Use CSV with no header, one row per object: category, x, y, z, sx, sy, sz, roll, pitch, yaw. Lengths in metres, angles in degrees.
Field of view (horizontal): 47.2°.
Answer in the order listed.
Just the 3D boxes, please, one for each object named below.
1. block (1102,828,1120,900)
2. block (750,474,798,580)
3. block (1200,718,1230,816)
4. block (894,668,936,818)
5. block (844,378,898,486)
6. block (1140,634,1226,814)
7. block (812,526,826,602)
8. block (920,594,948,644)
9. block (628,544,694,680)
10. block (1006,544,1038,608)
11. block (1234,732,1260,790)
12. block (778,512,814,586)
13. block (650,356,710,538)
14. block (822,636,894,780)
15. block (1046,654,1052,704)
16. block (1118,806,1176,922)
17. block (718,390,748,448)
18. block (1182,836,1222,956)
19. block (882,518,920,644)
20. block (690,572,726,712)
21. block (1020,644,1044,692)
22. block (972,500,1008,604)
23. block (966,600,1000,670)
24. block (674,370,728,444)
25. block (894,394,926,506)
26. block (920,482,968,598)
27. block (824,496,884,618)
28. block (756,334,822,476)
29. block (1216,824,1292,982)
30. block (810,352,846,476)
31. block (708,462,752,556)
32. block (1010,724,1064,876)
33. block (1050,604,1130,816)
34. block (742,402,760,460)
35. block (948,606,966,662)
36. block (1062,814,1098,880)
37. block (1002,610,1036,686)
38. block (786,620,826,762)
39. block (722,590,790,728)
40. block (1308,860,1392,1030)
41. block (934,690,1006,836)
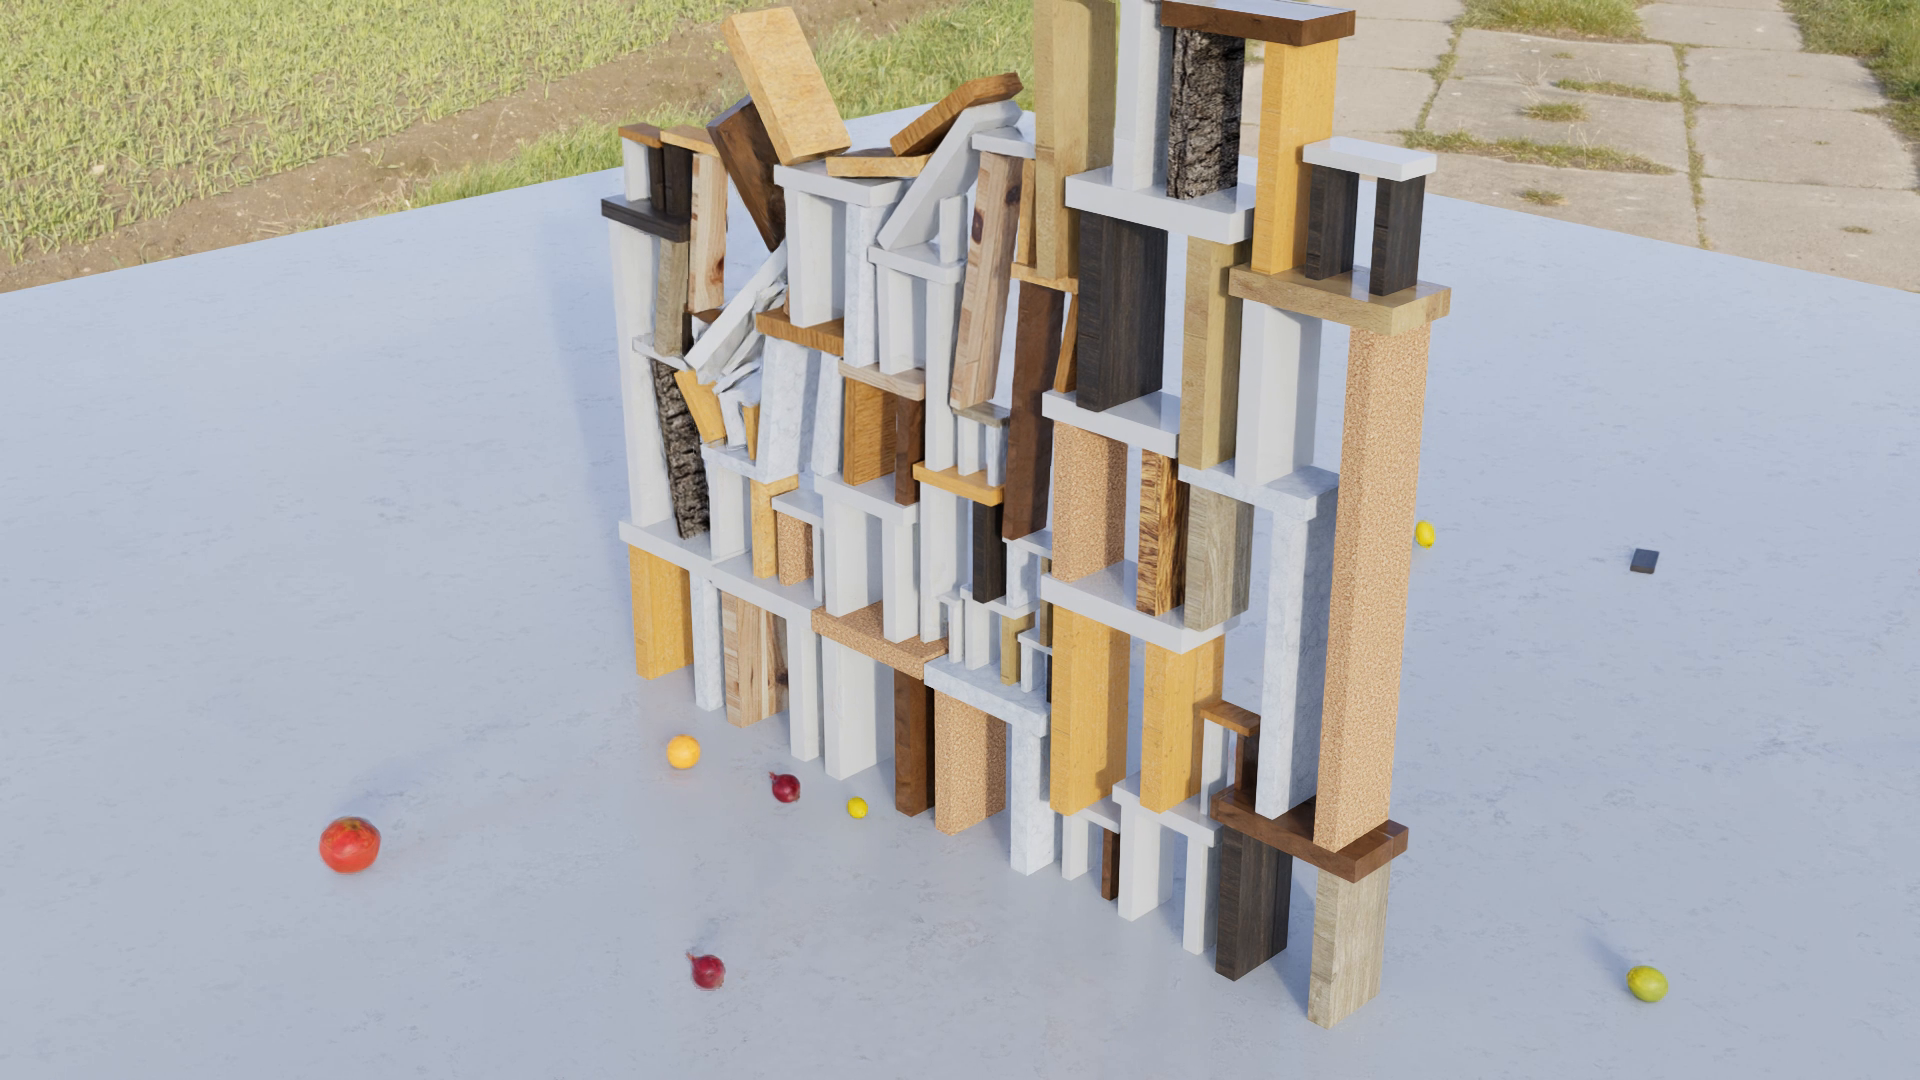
block,0.303,0.599,4.155,0.076,0.152,0.022,-21,31,-41
block,-0.388,-0.037,4.635,0.030,0.221,0.106,22,31,40
block,0.453,0.394,3.903,0.015,0.189,0.054,21,31,41
block,-0.058,0.384,4.445,0.045,0.320,0.160,21,31,41
block,-0.175,-0.226,4.319,0.110,0.220,0.031,-21,34,-40
block,0.398,0.309,3.926,0.046,0.328,0.164,21,31,41
block,-0.263,0.037,4.529,0.023,0.166,0.083,21,31,41
block,-0.051,0.146,4.341,0.054,0.108,0.015,-15,29,-31
block,-0.666,0.141,5.011,0.163,0.326,0.046,-21,31,-41
block,0.116,0.059,4.124,0.018,0.129,0.064,21,31,40
block,0.504,0.377,3.840,0.015,0.109,0.054,21,31,41
block,-0.341,0.007,4.601,0.023,0.166,0.083,21,31,41
block,-0.604,-0.210,4.784,0.082,0.406,0.023,-22,22,-41
block,-0.209,0.325,4.584,0.045,0.320,0.160,21,31,41
block,0.185,0.253,4.124,0.014,0.100,0.050,21,31,41
block,0.349,0.581,4.091,0.033,0.235,0.117,21,31,41
block,-0.472,-0.257,4.639,0.016,0.114,0.057,-8,6,41
block,0.459,0.624,3.989,0.033,0.235,0.117,21,31,41
block,-0.093,0.063,4.345,0.036,0.257,0.129,21,31,41
block,-0.513,0.201,4.871,0.163,0.326,0.046,-21,31,-41
block,0.138,0.234,4.167,0.050,0.100,0.014,-21,31,-41
block,0.070,0.009,4.145,0.102,0.203,0.029,-21,31,-40
block,0.043,0.173,4.256,0.072,0.144,0.020,-21,31,-41
block,-0.539,-0.291,4.678,0.082,0.164,0.023,-23,-3,-45
block,-0.071,-0.185,4.223,0.110,0.221,0.031,-21,34,-40
block,-0.030,-0.014,4.239,0.029,0.235,0.102,21,31,40
block,-0.214,0.016,4.457,0.036,0.257,0.129,21,31,41
block,-0.345,-0.287,4.479,0.131,0.306,0.037,-22,40,-41
block,0.526,0.618,3.914,0.043,0.305,0.153,21,31,41
block,-0.224,-0.264,4.357,0.130,0.261,0.037,-21,41,-40
block,-0.487,-0.080,4.725,0.030,0.212,0.106,22,32,40
block,0.169,0.475,4.240,0.044,0.312,0.156,21,31,41
block,0.243,0.293,4.085,0.046,0.422,0.164,21,31,40
block,-0.418,-0.229,4.580,0.057,0.114,0.016,-21,22,-40
block,0.004,0.177,4.280,0.054,0.117,0.015,-17,28,-34
block,0.231,0.571,4.221,0.022,0.152,0.076,22,31,40
block,0.111,0.199,4.193,0.020,0.144,0.072,21,31,41
block,-0.287,0.295,4.657,0.045,0.319,0.159,21,31,41
block,-0.437,0.236,4.796,0.045,0.319,0.159,21,31,41
block,0.670,0.674,3.781,0.043,0.305,0.153,21,31,41
block,0.022,0.418,4.376,0.044,0.312,0.156,21,31,41
